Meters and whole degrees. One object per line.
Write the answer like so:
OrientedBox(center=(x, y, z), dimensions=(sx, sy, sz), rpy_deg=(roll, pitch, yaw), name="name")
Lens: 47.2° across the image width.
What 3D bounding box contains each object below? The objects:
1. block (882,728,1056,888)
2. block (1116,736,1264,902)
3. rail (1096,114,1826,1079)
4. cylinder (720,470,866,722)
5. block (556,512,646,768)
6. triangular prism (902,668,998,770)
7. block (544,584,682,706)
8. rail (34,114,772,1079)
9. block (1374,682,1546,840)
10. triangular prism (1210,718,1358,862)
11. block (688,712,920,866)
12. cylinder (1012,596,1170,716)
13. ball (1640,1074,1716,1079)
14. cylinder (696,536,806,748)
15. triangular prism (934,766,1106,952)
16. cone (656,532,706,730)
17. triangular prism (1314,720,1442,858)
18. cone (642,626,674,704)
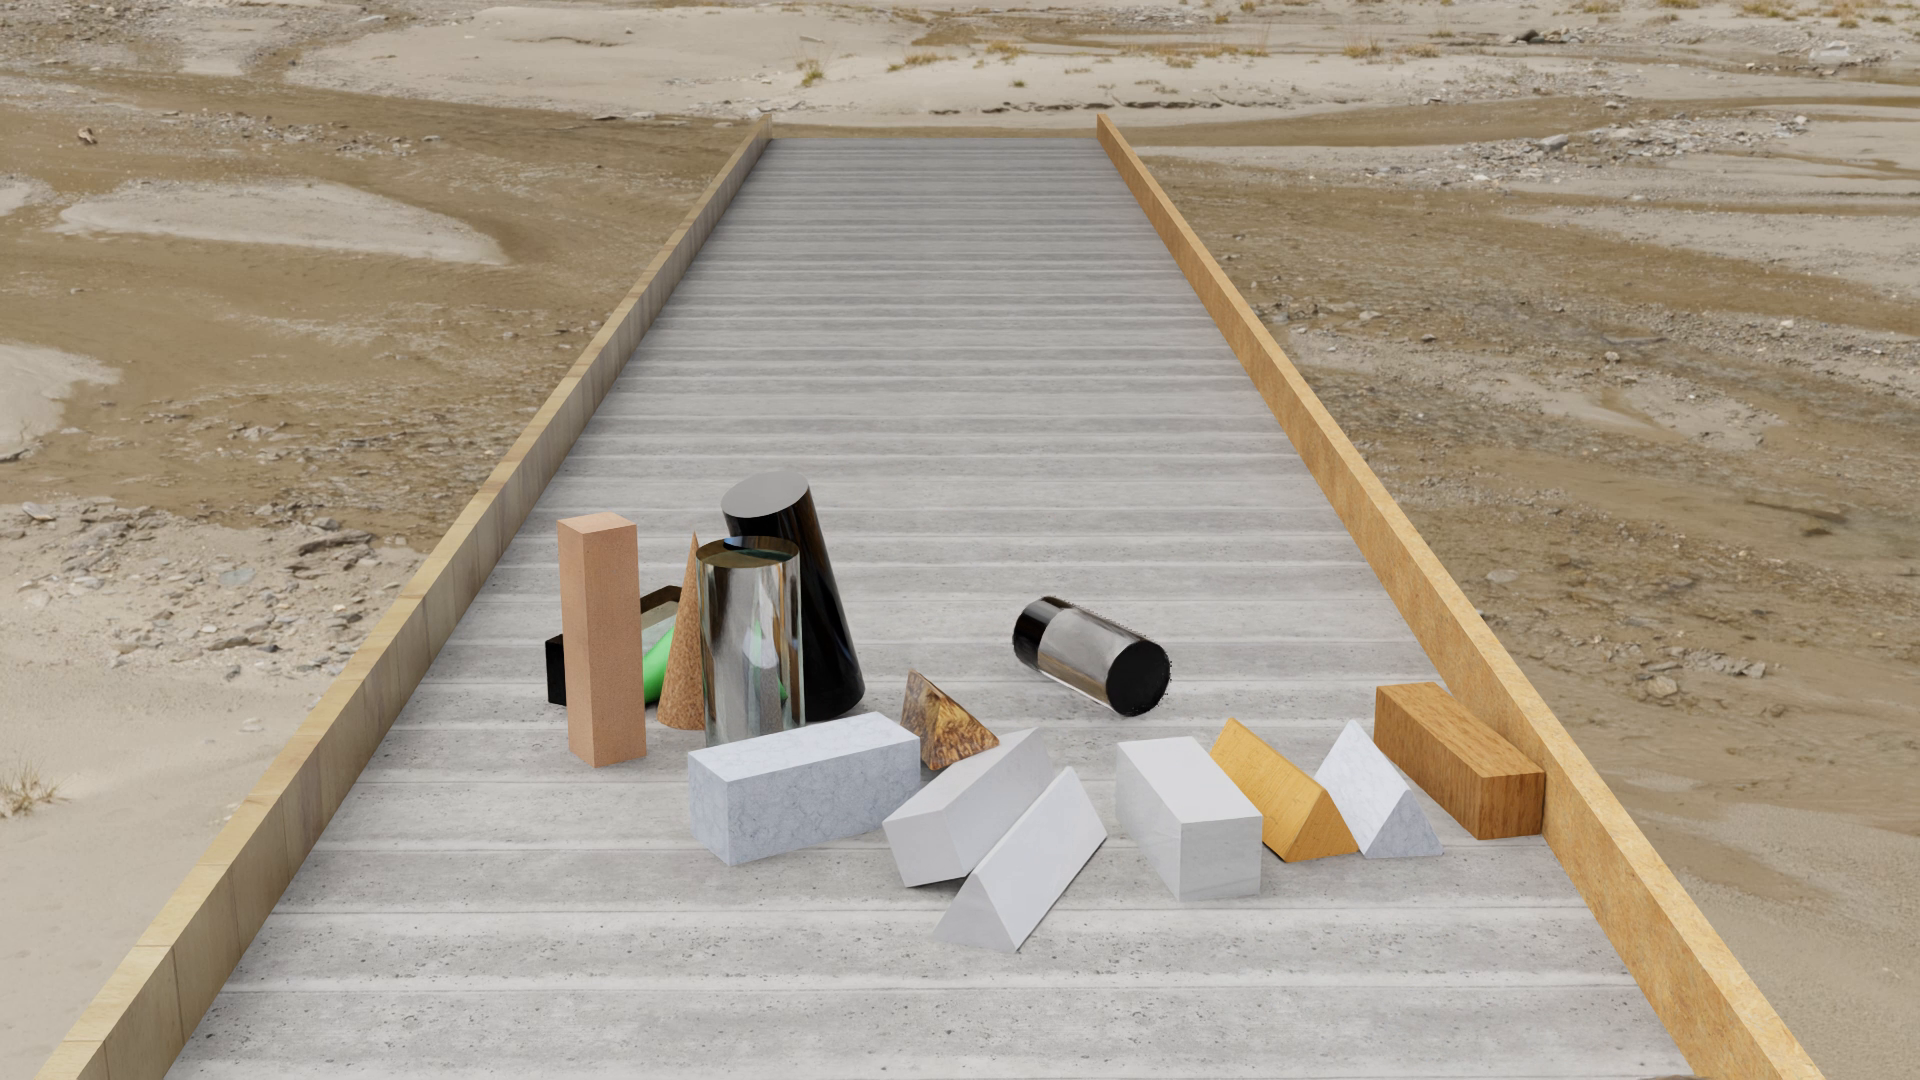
OrientedBox(center=(0.023, 0.426, 3.544), dimensions=(0.111, 0.111, 0.378), rpy_deg=(-15, 8, 29), name="block")
OrientedBox(center=(0.361, 0.441, 3.516), dimensions=(0.131, 0.131, 0.337), rpy_deg=(-4, 17, -12), name="block")
OrientedBox(center=(0.932, -0.844, 7.801), dimensions=(0.050, 0.150, 12.000), rpy_deg=(0, 17, -1), name="rail")
OrientedBox(center=(-0.303, 0.106, 4.038), dimensions=(0.161, 0.446, 0.161), rpy_deg=(-10, 30, 6), name="cylinder")
OrientedBox(center=(-0.631, 0.176, 3.881), dimensions=(0.103, 0.431, 0.103), rpy_deg=(-11, 20, -33), name="block")
OrientedBox(center=(-0.040, 0.296, 3.827), dimensions=(0.122, 0.106, 0.411), rpy_deg=(-21, 6, -7), name="triangular prism")
OrientedBox(center=(-0.635, 0.209, 4.308), dimensions=(0.123, 0.123, 0.397), rpy_deg=(9, 19, 27), name="block")
OrientedBox(center=(-1.118, -0.838, 7.780), dimensions=(0.050, 0.150, 12.000), rpy_deg=(0, 17, -1), name="rail")
OrientedBox(center=(0.850, 0.373, 3.779), dimensions=(0.110, 0.110, 0.433), rpy_deg=(-4, 17, -12), name="block")
OrientedBox(center=(0.523, 0.405, 3.653), dimensions=(0.132, 0.114, 0.336), rpy_deg=(-6, 18, -18), name="triangular prism")
OrientedBox(center=(-0.254, 0.404, 3.614), dimensions=(0.353, 0.144, 0.144), rpy_deg=(-10, 19, -30), name="block")
OrientedBox(center=(0.249, 0.221, 4.224), dimensions=(0.148, 0.148, 0.312), rpy_deg=(-10, 19, -31), name="cylinder")
OrientedBox(center=(0.742, 0.715, 2.234), dimensions=(0.335, 0.335, 0.335), rpy_deg=(0, 17, 0), name="ball")
OrientedBox(center=(-0.364, 0.204, 3.856), dimensions=(0.178, 0.386, 0.178), rpy_deg=(-1, 18, 0), name="cylinder")
OrientedBox(center=(0.099, 0.480, 3.401), dimensions=(0.132, 0.114, 0.434), rpy_deg=(6, 18, 20), name="triangular prism")
OrientedBox(center=(-0.486, 0.153, 4.074), dimensions=(0.166, 0.363, 0.166), rpy_deg=(0, 17, 0), name="cone")
OrientedBox(center=(0.693, 0.406, 3.650), dimensions=(0.131, 0.114, 0.307), rpy_deg=(-2, 17, -7), name="triangular prism")
OrientedBox(center=(-0.591, 0.267, 4.186), dimensions=(0.164, 0.164, 0.385), rpy_deg=(14, 34, 39), name="cone")
